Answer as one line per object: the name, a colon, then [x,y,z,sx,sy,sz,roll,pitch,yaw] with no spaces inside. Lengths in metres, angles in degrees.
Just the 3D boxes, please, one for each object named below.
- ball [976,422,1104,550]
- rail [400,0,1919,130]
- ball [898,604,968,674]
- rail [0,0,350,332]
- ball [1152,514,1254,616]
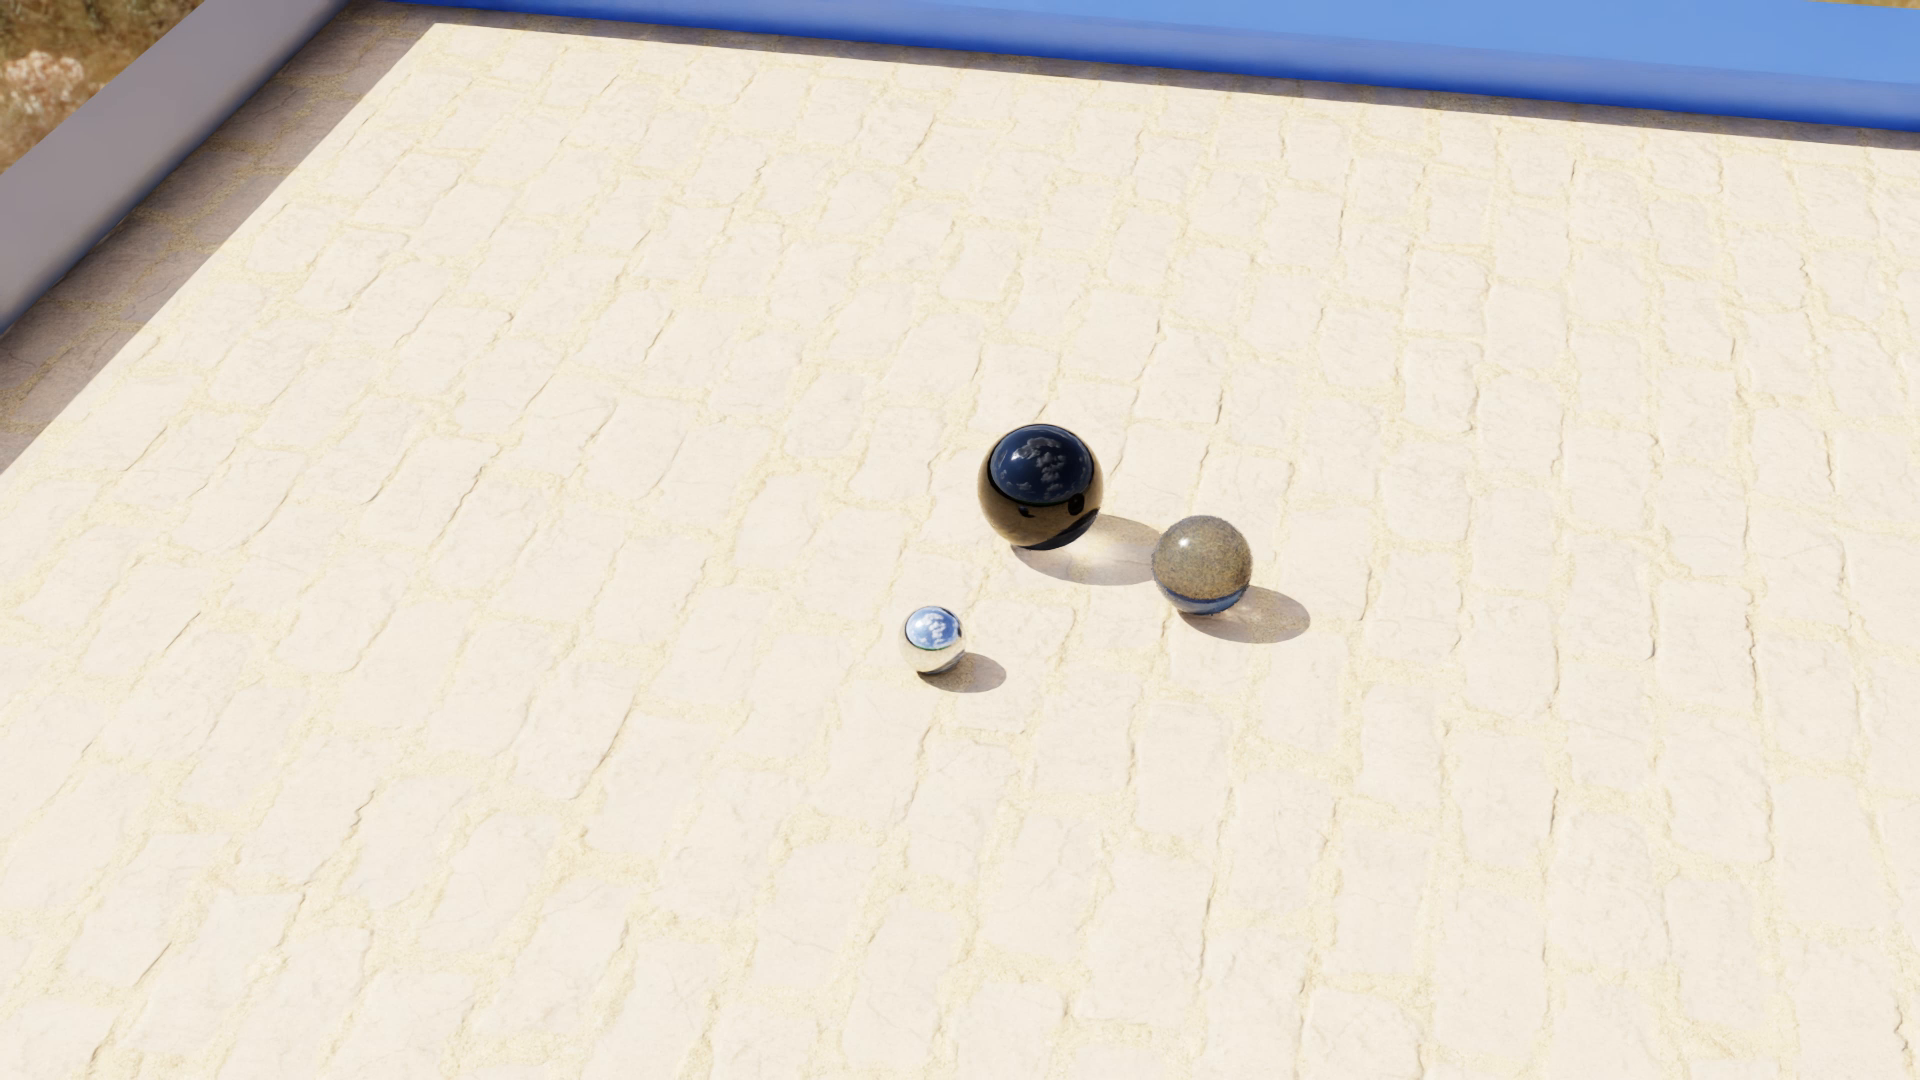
ball: [0.062,-0.041,1.977,0.099,0.099,0.099,0,34,0]
rail: [1.090,-0.444,2.542,3.646,0.128,0.045,7,35,10]
ball: [-0.020,0.072,1.854,0.050,0.050,0.050,0,34,0]
rail: [-0.869,-0.126,2.074,0.045,0.128,1.964,7,35,10]
ball: [0.181,0.018,1.910,0.075,0.075,0.075,0,34,0]
